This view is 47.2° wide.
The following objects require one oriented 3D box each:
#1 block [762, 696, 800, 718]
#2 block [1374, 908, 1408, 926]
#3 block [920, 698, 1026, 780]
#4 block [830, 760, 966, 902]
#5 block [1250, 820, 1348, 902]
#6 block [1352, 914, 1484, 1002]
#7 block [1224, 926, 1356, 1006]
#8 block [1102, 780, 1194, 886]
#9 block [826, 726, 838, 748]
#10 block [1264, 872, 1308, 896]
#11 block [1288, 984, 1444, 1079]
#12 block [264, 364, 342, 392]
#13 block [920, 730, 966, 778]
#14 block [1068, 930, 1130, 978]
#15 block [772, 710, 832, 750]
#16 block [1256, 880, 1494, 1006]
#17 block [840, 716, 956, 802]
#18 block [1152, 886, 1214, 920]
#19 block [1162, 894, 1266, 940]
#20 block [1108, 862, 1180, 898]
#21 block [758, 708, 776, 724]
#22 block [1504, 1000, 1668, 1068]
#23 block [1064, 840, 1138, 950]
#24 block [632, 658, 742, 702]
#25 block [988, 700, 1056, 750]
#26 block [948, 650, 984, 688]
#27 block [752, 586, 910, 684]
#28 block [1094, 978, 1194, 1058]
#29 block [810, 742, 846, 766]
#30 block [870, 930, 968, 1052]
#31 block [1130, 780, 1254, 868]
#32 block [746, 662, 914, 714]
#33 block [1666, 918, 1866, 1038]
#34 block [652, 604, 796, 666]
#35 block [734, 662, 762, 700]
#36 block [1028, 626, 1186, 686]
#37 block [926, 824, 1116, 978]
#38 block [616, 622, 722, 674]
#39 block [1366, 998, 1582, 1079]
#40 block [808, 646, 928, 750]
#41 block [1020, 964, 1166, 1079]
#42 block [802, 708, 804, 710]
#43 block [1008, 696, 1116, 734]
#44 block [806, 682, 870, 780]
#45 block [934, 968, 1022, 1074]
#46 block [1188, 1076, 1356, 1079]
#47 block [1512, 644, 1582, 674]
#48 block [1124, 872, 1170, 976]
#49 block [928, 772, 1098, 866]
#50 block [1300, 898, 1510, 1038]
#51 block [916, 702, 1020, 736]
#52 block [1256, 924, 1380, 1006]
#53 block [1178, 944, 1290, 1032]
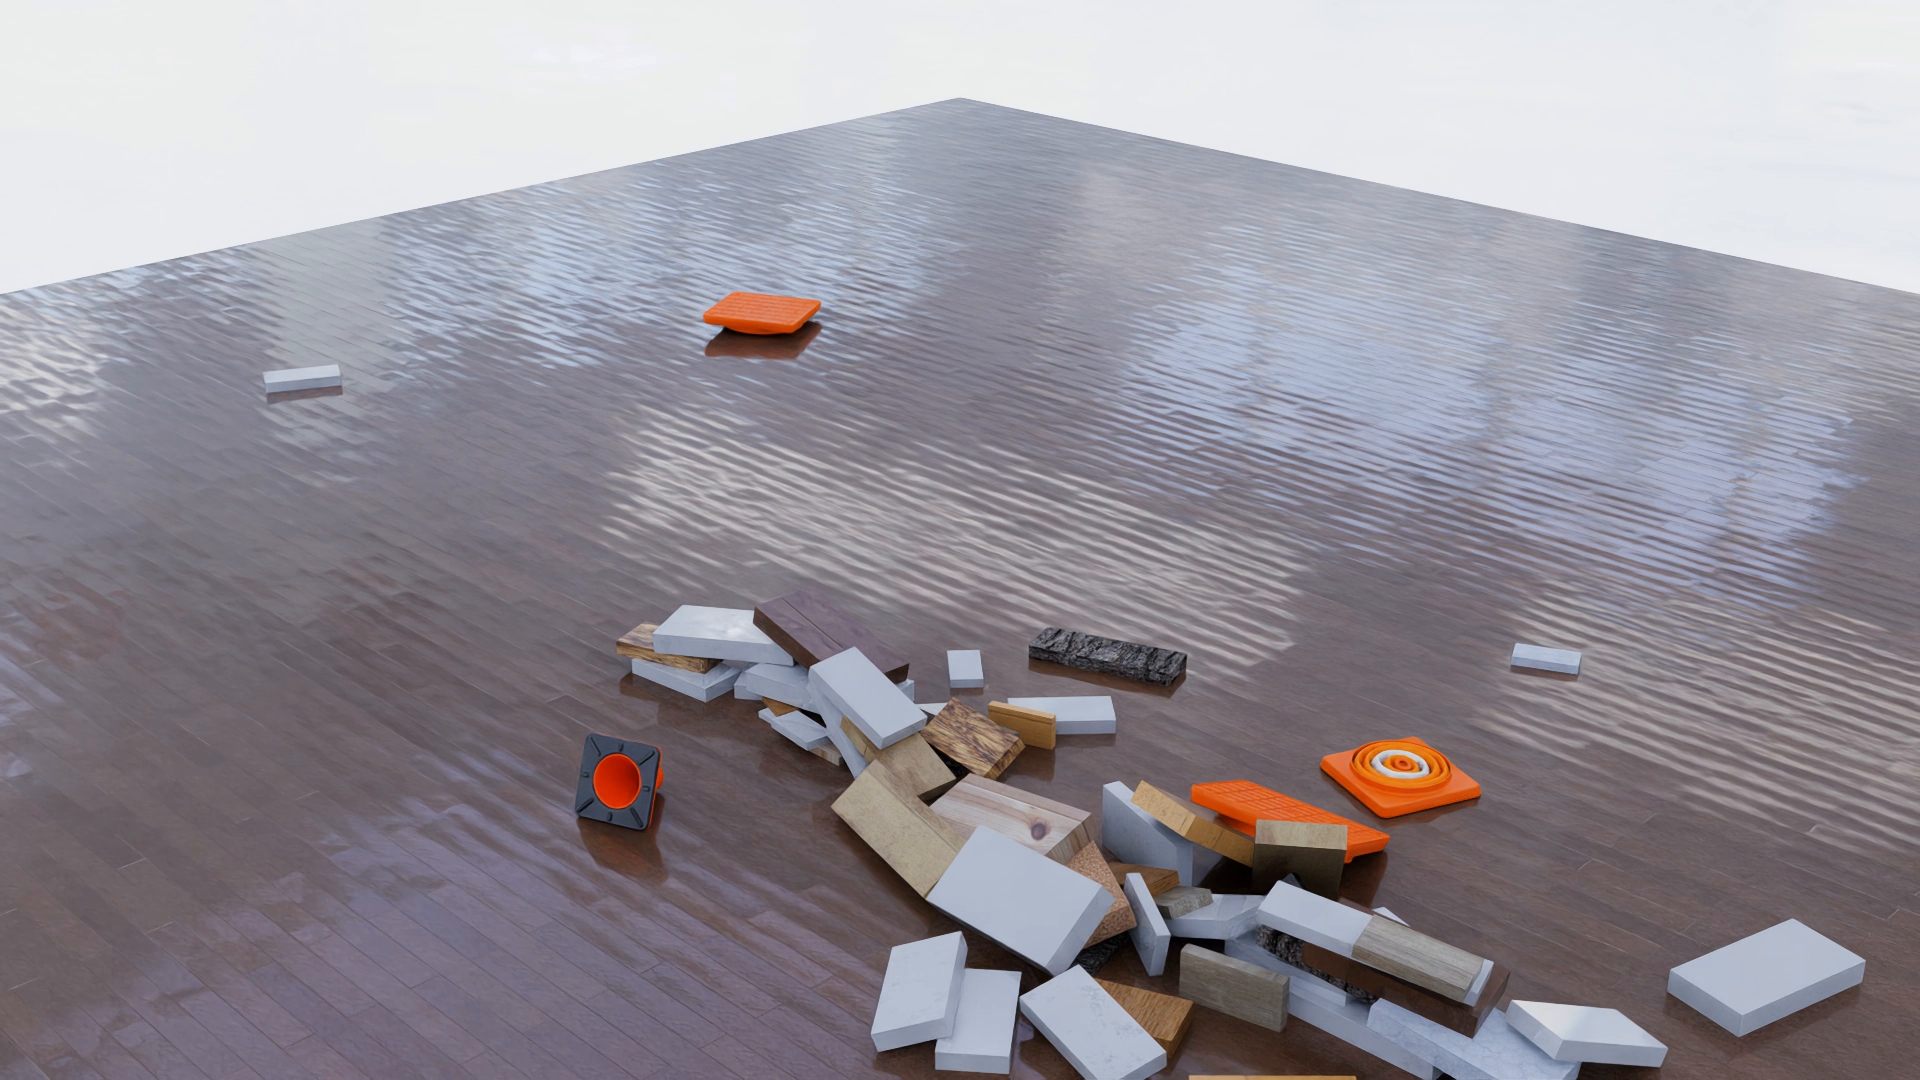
[{"bbox_3d":[-0.394,0.365,4.847,0.050,0.014,0.101,-11,25,-24],"label":"block"},{"bbox_3d":[0.780,0.716,4.017,0.076,0.021,0.151,-8,16,-18],"label":"block"},{"bbox_3d":[0.023,0.418,4.579,0.113,0.032,0.226,-46,40,-14],"label":"block"},{"bbox_3d":[-0.110,0.566,4.286,0.132,0.037,0.386,-46,36,-7],"label":"block"},{"bbox_3d":[0.616,0.591,4.021,0.159,0.319,0.045,3,64,7],"label":"block"},{"bbox_3d":[0.760,0.694,3.651,0.194,0.028,0.097,20,31,24],"label":"block"},{"bbox_3d":[0.605,0.733,3.875,0.248,0.035,0.124,18,29,37],"label":"block"},{"bbox_3d":[0.358,0.582,4.221,0.037,0.132,0.264,-12,26,-25],"label":"block"},{"bbox_3d":[-0.221,0.436,4.657,0.068,0.019,0.136,-14,43,-33],"label":"block"},{"bbox_3d":[0.617,0.684,3.968,0.021,0.076,0.151,15,36,-53],"label":"block"},{"bbox_3d":[0.721,0.815,3.783,0.312,0.044,0.156,20,30,39],"label":"block"},{"bbox_3d":[-2.068,-0.508,6.916,0.228,0.032,0.114,-8,24,-18],"label":"block"},{"bbox_3d":[-0.118,0.428,4.712,0.348,0.032,0.113,16,28,33],"label":"block"},{"bbox_3d":[0.247,0.745,3.984,0.057,0.016,0.175,13,26,28],"label":"block"},{"bbox_3d":[-0.339,0.409,4.724,0.068,0.019,0.136,-17,28,-35],"label":"block"},{"bbox_3d":[0.700,0.680,3.722,0.388,0.028,0.097,19,31,22],"label":"block"},{"bbox_3d":[-0.129,0.440,4.552,0.121,0.034,0.243,-20,54,-34],"label":"block"},{"bbox_3d":[0.381,0.665,4.054,0.090,0.026,0.181,-18,3,-24],"label":"block"},{"bbox_3d":[0.453,0.680,3.976,0.124,0.035,0.248,-18,3,-33],"label":"block"},{"bbox_3d":[0.318,0.642,4.141,0.090,0.026,0.181,-19,10,-37],"label":"block"},{"bbox_3d":[-0.391,0.391,4.820,0.050,0.014,0.101,-19,29,-37],"label":"block"},{"bbox_3d":[1.042,0.822,3.661,0.254,0.036,0.127,12,14,-31],"label":"block"},{"bbox_3d":[0.192,0.643,4.111,0.175,0.050,0.350,-23,26,-4],"label":"block"},{"bbox_3d":[-0.622,0.300,5.010,0.237,0.034,0.118,18,29,35],"label":"block"},{"bbox_3d":[0.133,0.398,4.728,0.149,0.075,0.021,11,25,24],"label":"block"},{"bbox_3d":[0.012,0.295,5.039,0.075,0.021,0.149,-1,23,-3],"label":"block"},{"bbox_3d":[-0.287,0.227,4.860,0.168,0.048,0.337,-20,44,-39],"label":"block"},{"bbox_3d":[0.265,0.816,3.793,0.248,0.035,0.124,9,25,21],"label":"block"},{"bbox_3d":[-0.279,0.440,4.700,0.136,0.019,0.068,21,31,41],"label":"block"},{"bbox_3d":[-0.068,0.781,3.819,0.132,0.037,0.264,-16,20,13],"label":"block"},{"bbox_3d":[0.482,0.554,4.170,0.319,0.045,0.159,28,1,-40],"label":"block"},{"bbox_3d":[-0.288,0.322,4.856,0.337,0.048,0.168,15,27,30],"label":"block"},{"bbox_3d":[1.426,0.770,3.887,0.319,0.045,0.159,-13,26,-28],"label":"block"},{"bbox_3d":[-0.508,0.215,4.999,0.337,0.048,0.168,4,22,17],"label":"block"},{"bbox_3d":[-0.425,0.297,5.017,0.118,0.034,0.237,4,23,9],"label":"block"},{"bbox_3d":[0.341,0.268,5.088,0.347,0.032,0.114,10,25,23],"label":"block"},{"bbox_3d":[0.106,0.652,3.990,0.350,0.050,0.175,19,67,50],"label":"block"},{"bbox_3d":[-0.656,0.247,5.051,0.237,0.034,0.118,11,25,24],"label":"block"},{"bbox_3d":[0.851,0.831,3.643,0.312,0.044,0.156,27,34,33],"label":"block"},{"bbox_3d":[-0.194,0.329,4.597,0.121,0.034,0.243,-23,51,-36],"label":"block"},{"bbox_3d":[0.222,0.826,3.700,0.124,0.035,0.248,-24,39,-24],"label":"block"},{"bbox_3d":[-0.308,0.354,4.908,0.101,0.014,0.050,-8,24,-18],"label":"block"},{"bbox_3d":[0.222,0.384,4.814,0.228,0.032,0.114,-1,23,-2],"label":"block"},{"bbox_3d":[-0.214,0.387,4.631,0.121,0.034,0.243,-15,63,-32],"label":"block"},{"bbox_3d":[0.033,0.823,3.776,0.124,0.035,0.248,2,23,6],"label":"block"},{"bbox_3d":[0.511,0.911,3.545,0.272,0.036,0.127,0,15,0],"label":"block"},{"bbox_3d":[1.357,0.274,5.087,0.149,0.021,0.075,8,24,18],"label":"block"},{"bbox_3d":[0.334,0.695,3.980,0.026,0.090,0.181,0,29,-15],"label":"block"},{"bbox_3d":[0.082,0.557,4.244,0.175,0.050,0.350,-37,30,-30],"label":"block"},{"bbox_3d":[0.755,0.722,3.731,0.312,0.044,0.156,21,32,26],"label":"block"},{"bbox_3d":[0.008,0.399,4.722,0.113,0.032,0.226,1,13,-43],"label":"block"},{"bbox_3d":[0.652,0.714,3.810,0.248,0.035,0.124,24,33,30],"label":"block"},{"bbox_3d":[0.474,0.775,3.810,0.194,0.097,0.028,14,27,29],"label":"block"}]
